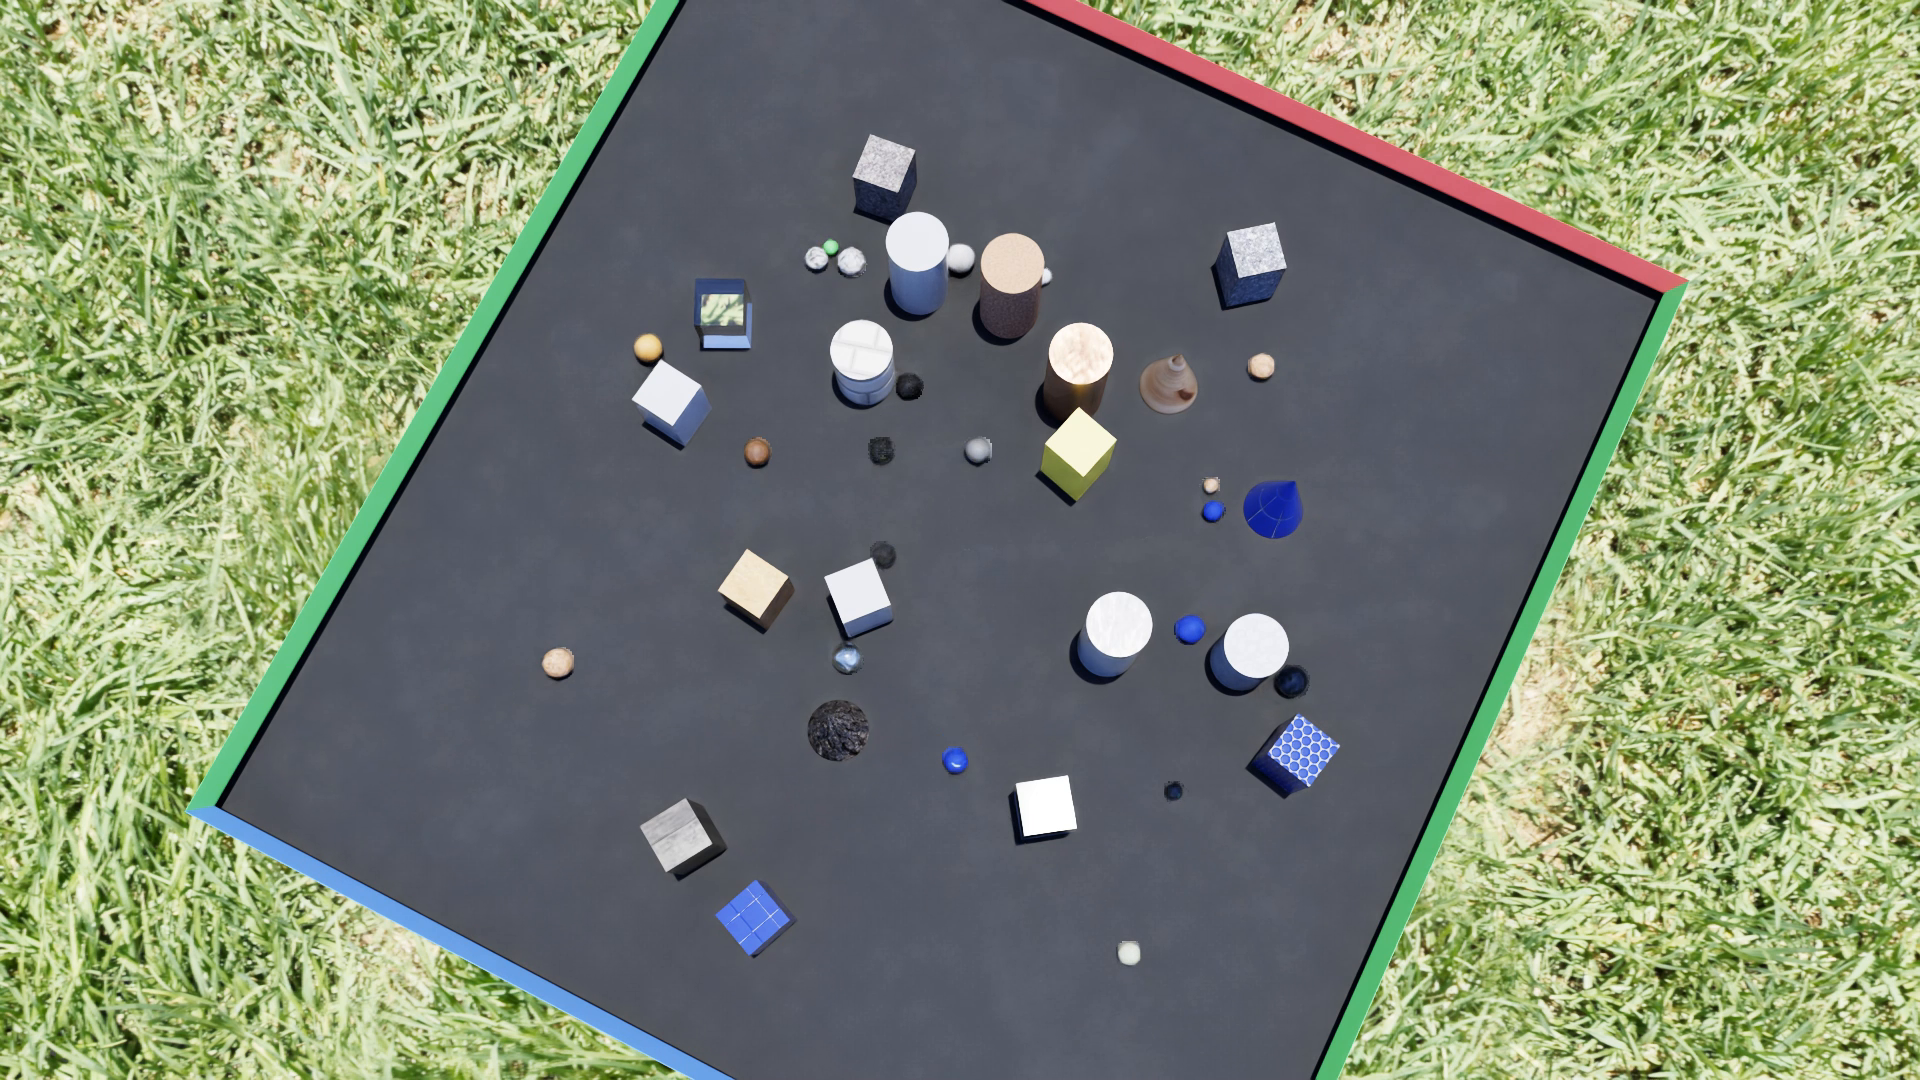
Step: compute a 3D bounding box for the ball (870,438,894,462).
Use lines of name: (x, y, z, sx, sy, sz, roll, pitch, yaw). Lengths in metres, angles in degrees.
ball: (-0.240, -0.276, 5.635, 0.076, 0.076, 0.076, 0, 78, 0)

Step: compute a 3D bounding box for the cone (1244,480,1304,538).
cone: (0.963, -0.132, 5.450, 0.185, 0.378, 0.185, 0, 78, 0)

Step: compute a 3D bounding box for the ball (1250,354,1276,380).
ball: (0.937, -0.538, 5.687, 0.080, 0.080, 0.080, 0, 78, 0)

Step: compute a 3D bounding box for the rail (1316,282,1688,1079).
rail: (1.459, 0.721, 5.405, 0.045, 0.120, 3.472, 26, 80, 5)

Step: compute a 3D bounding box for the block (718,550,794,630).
block: (-0.605, 0.151, 5.467, 0.148, 0.232, 0.148, 33, 80, 6)

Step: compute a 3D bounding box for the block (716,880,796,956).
block: (-0.581, 1.084, 5.260, 0.148, 0.258, 0.148, -41, 81, -8)

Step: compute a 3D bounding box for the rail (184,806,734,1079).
rail: (-0.766, 1.506, 5.243, 3.309, 0.120, 0.045, 26, 80, 5)

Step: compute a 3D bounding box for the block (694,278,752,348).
block: (-0.728, -0.697, 5.646, 0.148, 0.223, 0.148, 0, 78, 0)

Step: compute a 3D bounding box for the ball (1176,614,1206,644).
ball: (0.696, 0.267, 5.516, 0.088, 0.088, 0.088, 0, 78, 0)

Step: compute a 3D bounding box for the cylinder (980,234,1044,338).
cylinder: (0.154, -0.765, 5.557, 0.185, 0.425, 0.185, 0, 78, 0)

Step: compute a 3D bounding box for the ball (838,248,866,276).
ball: (-0.341, -0.875, 5.753, 0.087, 0.087, 0.087, 0, 78, 0)

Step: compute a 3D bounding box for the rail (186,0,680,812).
rail: (-1.459, -0.708, 5.700, 0.045, 0.120, 3.472, 26, 80, 5)

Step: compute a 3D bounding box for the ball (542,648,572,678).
ball: (-1.206, 0.370, 5.495, 0.089, 0.089, 0.089, 0, 78, 0)

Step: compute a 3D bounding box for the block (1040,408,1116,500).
block: (0.353, -0.254, 5.502, 0.148, 0.326, 0.148, 41, 81, 8)

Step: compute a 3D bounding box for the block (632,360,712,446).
block: (-0.873, -0.414, 5.575, 0.148, 0.249, 0.148, 33, 80, 6)

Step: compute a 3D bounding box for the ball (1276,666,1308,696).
ball: (0.994, 0.422, 5.483, 0.091, 0.091, 0.091, 0, 78, 0)

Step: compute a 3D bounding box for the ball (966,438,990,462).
ball: (0.055, -0.276, 5.634, 0.078, 0.078, 0.078, 0, 78, 0)

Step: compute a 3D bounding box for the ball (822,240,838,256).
ball: (-0.409, -0.923, 5.782, 0.049, 0.049, 0.049, 0, 78, 0)

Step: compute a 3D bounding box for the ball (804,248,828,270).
ball: (-0.451, -0.885, 5.762, 0.072, 0.072, 0.072, 0, 78, 0)

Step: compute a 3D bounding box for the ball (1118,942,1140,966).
ball: (0.493, 1.205, 5.333, 0.067, 0.067, 0.067, 0, 78, 0)

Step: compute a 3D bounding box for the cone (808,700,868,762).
cone: (-0.366, 0.530, 5.296, 0.185, 0.413, 0.185, 0, 78, 0)

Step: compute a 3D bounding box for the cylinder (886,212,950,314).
cylinder: (-0.126, -0.838, 5.587, 0.185, 0.396, 0.185, 0, 78, 0)

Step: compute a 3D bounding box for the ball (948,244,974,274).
ball: (0.000, -0.883, 5.752, 0.092, 0.092, 0.092, 0, 78, 0)

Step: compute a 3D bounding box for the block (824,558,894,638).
block: (-0.297, 0.175, 5.440, 0.148, 0.275, 0.148, -22, 79, -4)

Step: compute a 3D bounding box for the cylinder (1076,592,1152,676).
cylinder: (0.446, 0.280, 5.339, 0.185, 0.431, 0.185, 0, 78, 0)

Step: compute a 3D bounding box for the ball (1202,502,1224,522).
ball: (0.773, -0.088, 5.603, 0.062, 0.062, 0.062, 0, 78, 0)

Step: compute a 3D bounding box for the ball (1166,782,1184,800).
ball: (0.635, 0.746, 5.435, 0.053, 0.053, 0.053, 0, 78, 0)

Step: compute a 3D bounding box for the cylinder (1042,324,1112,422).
cylinder: (0.350, -0.495, 5.500, 0.185, 0.428, 0.185, 0, 78, 0)

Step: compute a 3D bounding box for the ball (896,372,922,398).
ball: (-0.158, -0.479, 5.676, 0.078, 0.078, 0.078, 0, 78, 0)

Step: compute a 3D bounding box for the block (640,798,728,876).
block: (-0.788, 0.854, 5.259, 0.148, 0.355, 0.148, -31, 80, -6)

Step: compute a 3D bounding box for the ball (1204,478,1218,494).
ball: (0.770, -0.167, 5.627, 0.046, 0.046, 0.046, 0, 78, 0)

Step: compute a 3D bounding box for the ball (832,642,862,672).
ball: (-0.340, 0.352, 5.497, 0.091, 0.091, 0.091, 0, 78, 0)

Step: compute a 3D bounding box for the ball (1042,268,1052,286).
ball: (0.262, -0.827, 5.761, 0.051, 0.051, 0.051, 0, 78, 0)

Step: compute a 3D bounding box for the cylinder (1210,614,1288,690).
cylinder: (0.848, 0.333, 5.391, 0.185, 0.306, 0.185, 0, 78, 0)

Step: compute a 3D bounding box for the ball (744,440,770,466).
ball: (-0.624, -0.269, 5.631, 0.079, 0.079, 0.079, 0, 78, 0)

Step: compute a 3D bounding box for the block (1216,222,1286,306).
block: (0.895, -0.847, 5.656, 0.148, 0.266, 0.148, -12, 79, -2)

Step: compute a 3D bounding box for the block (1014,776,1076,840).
block: (0.243, 0.778, 5.308, 0.148, 0.289, 0.148, -9, 78, -2)

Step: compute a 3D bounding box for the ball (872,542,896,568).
ball: (-0.232, 0.046, 5.569, 0.074, 0.074, 0.074, 0, 78, 0)

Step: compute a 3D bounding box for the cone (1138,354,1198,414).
cone: (0.650, -0.513, 5.550, 0.185, 0.338, 0.185, 0, 78, 0)

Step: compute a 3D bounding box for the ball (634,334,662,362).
ball: (-0.968, -0.594, 5.695, 0.087, 0.087, 0.087, 0, 78, 0)

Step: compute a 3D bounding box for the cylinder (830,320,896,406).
cylinder: (-0.293, -0.538, 5.586, 0.185, 0.277, 0.185, 0, 78, 0)

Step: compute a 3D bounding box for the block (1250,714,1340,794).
block: (0.972, 0.624, 5.331, 0.148, 0.305, 0.148, 38, 81, 7)

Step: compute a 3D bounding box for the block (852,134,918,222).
block: (-0.232, -1.123, 5.718, 0.148, 0.255, 0.148, 20, 79, 4)

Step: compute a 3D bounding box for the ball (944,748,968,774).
ball: (-0.012, 0.656, 5.443, 0.073, 0.073, 0.073, 0, 78, 0)

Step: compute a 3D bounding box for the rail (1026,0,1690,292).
rail: (0.766, -1.494, 5.863, 3.309, 0.120, 0.045, 26, 80, 5)
